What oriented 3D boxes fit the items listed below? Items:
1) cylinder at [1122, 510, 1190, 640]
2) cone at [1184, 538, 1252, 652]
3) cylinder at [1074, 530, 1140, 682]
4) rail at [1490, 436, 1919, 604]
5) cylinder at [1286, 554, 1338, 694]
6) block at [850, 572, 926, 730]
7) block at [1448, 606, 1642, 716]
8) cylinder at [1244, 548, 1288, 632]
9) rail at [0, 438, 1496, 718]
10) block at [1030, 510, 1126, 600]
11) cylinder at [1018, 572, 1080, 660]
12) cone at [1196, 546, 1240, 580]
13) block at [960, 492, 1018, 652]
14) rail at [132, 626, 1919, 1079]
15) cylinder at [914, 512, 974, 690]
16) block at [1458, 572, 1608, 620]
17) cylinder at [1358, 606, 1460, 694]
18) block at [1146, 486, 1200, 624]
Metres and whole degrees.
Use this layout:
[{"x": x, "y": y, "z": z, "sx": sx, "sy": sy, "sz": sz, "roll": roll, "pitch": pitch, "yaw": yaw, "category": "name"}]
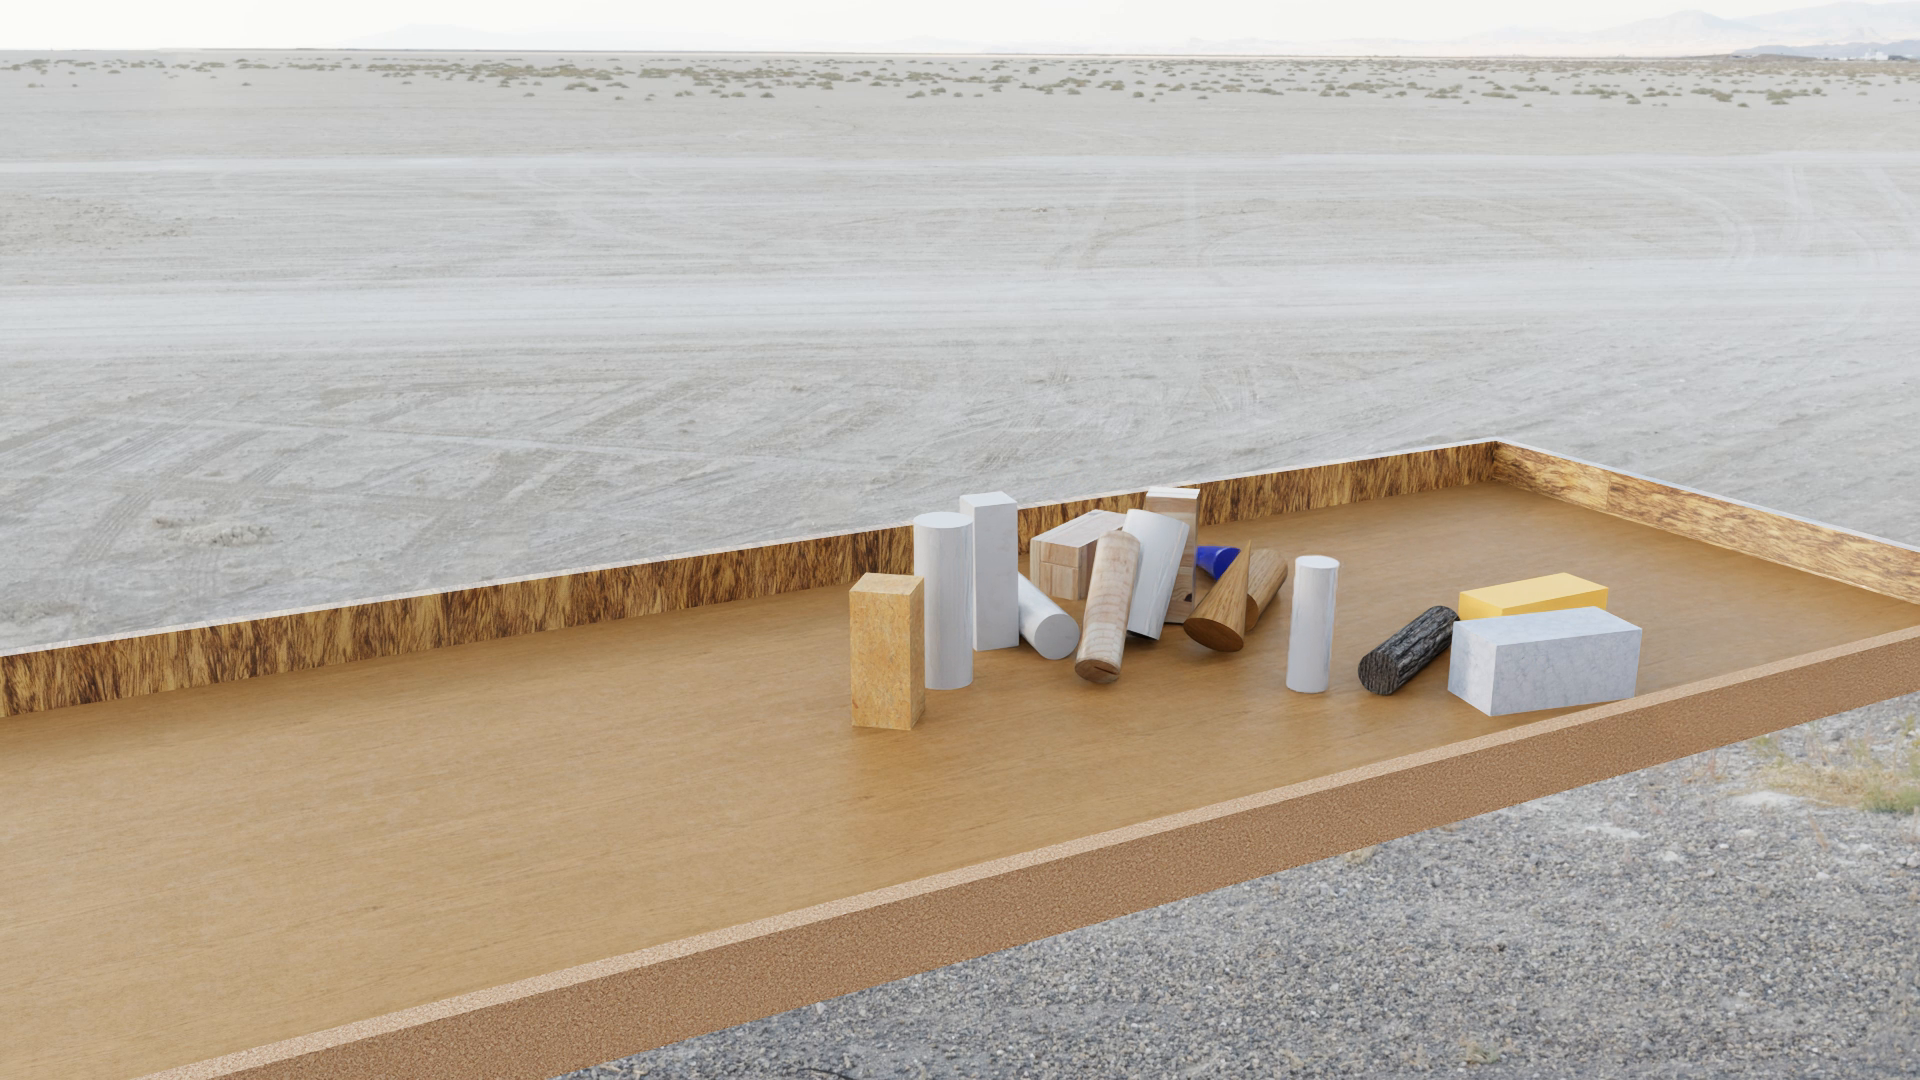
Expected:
[{"x": 0.489, "y": 0.094, "z": 4.400, "sx": 0.172, "sy": 0.316, "sz": 0.172, "roll": 16, "pitch": -5, "yaw": 2, "category": "cylinder"}, {"x": 0.720, "y": 0.121, "z": 4.358, "sx": 0.165, "sy": 0.165, "sz": 0.311, "roll": 10, "pitch": 60, "yaw": 30, "category": "cone"}, {"x": 0.377, "y": 0.167, "z": 4.197, "sx": 0.113, "sy": 0.113, "sz": 0.390, "roll": 4, "pitch": 56, "yaw": 14, "category": "cylinder"}, {"x": 2.466, "y": -0.048, "z": 5.253, "sx": 0.050, "sy": 0.150, "sz": 2.100, "roll": -9, "pitch": 18, "yaw": -27, "category": "rail"}, {"x": 0.867, "y": 0.208, "z": 4.063, "sx": 0.103, "sy": 0.326, "sz": 0.103, "roll": 1, "pitch": 18, "yaw": 0, "category": "cylinder"}, {"x": -0.169, "y": 0.261, "z": 3.879, "sx": 0.142, "sy": 0.332, "sz": 0.142, "roll": 4, "pitch": 17, "yaw": 12, "category": "block"}, {"x": 1.430, "y": 0.293, "z": 4.039, "sx": 0.407, "sy": 0.179, "sz": 0.179, "roll": -5, "pitch": 17, "yaw": -16, "category": "block"}, {"x": 0.824, "y": 0.140, "z": 4.655, "sx": 0.126, "sy": 0.126, "sz": 0.412, "roll": 6, "pitch": 18, "yaw": 21, "category": "cylinder"}, {"x": -3.305, "y": 0.497, "z": 3.399, "sx": 12.000, "sy": 0.150, "sz": 0.050, "roll": -9, "pitch": 18, "yaw": -27, "category": "rail"}, {"x": 0.379, "y": 0.040, "z": 4.933, "sx": 0.160, "sy": 0.160, "sz": 0.393, "roll": 10, "pitch": 19, "yaw": 32, "category": "block"}, {"x": 0.185, "y": 0.190, "z": 4.483, "sx": 0.126, "sy": 0.126, "sz": 0.450, "roll": -5, "pitch": 17, "yaw": -17, "category": "cylinder"}, {"x": 0.745, "y": 0.049, "z": 5.086, "sx": 0.117, "sy": 0.117, "sz": 0.450, "roll": -4, "pitch": 9, "yaw": -14, "category": "cone"}, {"x": 0.078, "y": 0.083, "z": 4.366, "sx": 0.118, "sy": 0.397, "sz": 0.118, "roll": -7, "pitch": 18, "yaw": -17, "category": "block"}, {"x": -2.336, "y": 1.006, "z": 1.665, "sx": 12.000, "sy": 0.150, "sz": 0.050, "roll": -9, "pitch": 18, "yaw": -27, "category": "rail"}, {"x": -0.041, "y": 0.151, "z": 4.102, "sx": 0.147, "sy": 0.417, "sz": 0.147, "roll": 0, "pitch": 16, "yaw": 0, "category": "cylinder"}, {"x": 1.520, "y": 0.205, "z": 4.386, "sx": 0.378, "sy": 0.152, "sz": 0.152, "roll": -8, "pitch": 18, "yaw": -26, "category": "block"}, {"x": 1.155, "y": 0.277, "z": 4.217, "sx": 0.109, "sy": 0.109, "sz": 0.438, "roll": 11, "pitch": 20, "yaw": 34, "category": "cylinder"}, {"x": 0.585, "y": 0.040, "z": 4.581, "sx": 0.137, "sy": 0.351, "sz": 0.137, "roll": 3, "pitch": 13, "yaw": 12, "category": "block"}]
